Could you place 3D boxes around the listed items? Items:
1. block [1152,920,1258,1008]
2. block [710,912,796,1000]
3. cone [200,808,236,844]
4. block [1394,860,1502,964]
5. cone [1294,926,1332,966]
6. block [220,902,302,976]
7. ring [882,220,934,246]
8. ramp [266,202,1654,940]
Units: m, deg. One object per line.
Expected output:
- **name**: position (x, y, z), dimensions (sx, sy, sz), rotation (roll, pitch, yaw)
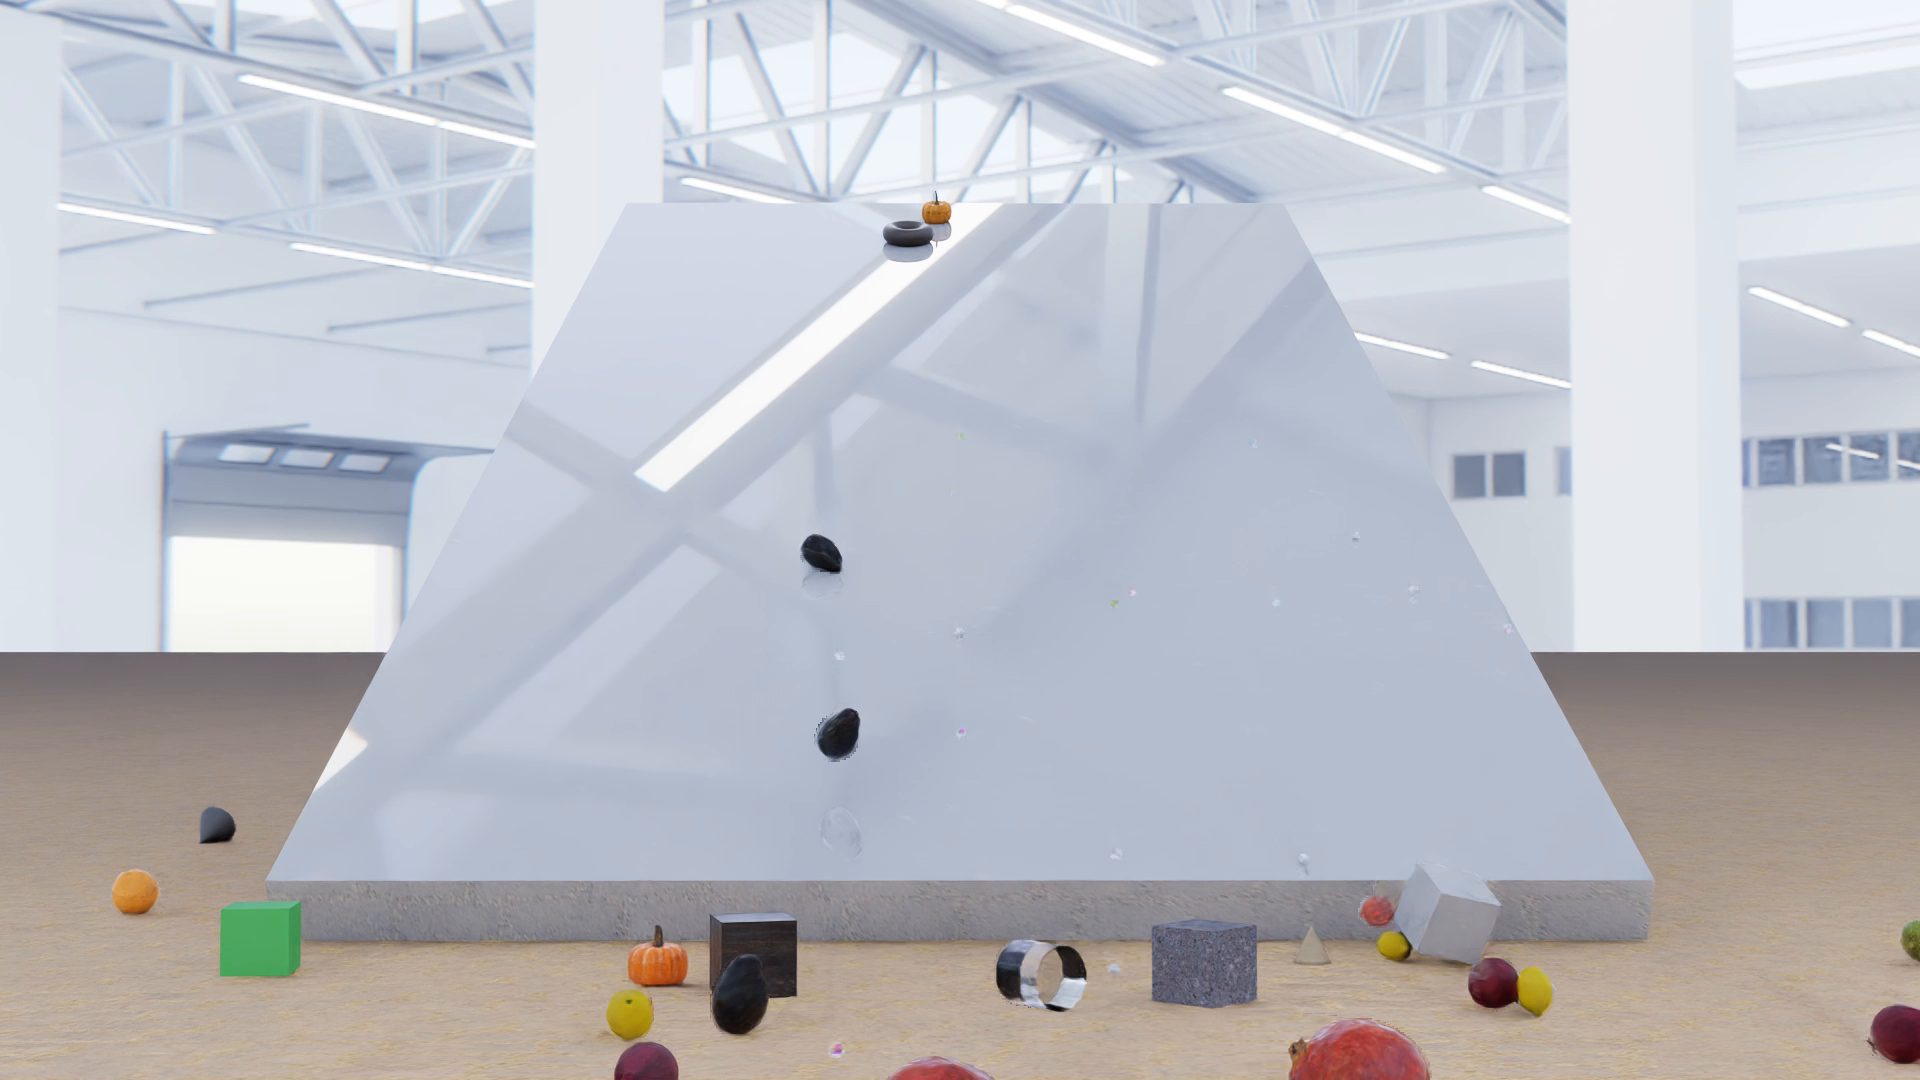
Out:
- **block**: position (0.296, 0.511, 2.782), dimensions (0.090, 0.090, 0.090), rotation (-2, -4, 42)
- **block**: position (-0.256, 0.513, 2.845), dimensions (0.093, 0.093, 0.093), rotation (1, -3, -15)
- **cone**: position (-1.636, 0.640, 5.013), dimensions (0.083, 0.083, 0.083), rotation (-1, 24, 14)
- **block**: position (0.657, 0.502, 3.106), dimensions (0.092, 0.092, 0.092), rotation (14, 17, -15)
- **cone**: position (0.476, 0.546, 3.112), dimensions (0.052, 0.052, 0.052), rotation (0, -3, 0)
- **block**: position (-0.920, 0.525, 3.030), dimensions (0.087, 0.087, 0.087), rotation (0, -3, -6)
- **ring**: position (-0.149, -0.877, 6.582), dimensions (0.148, 0.049, 0.148), rotation (1, 23, -1)
- **ramp**: position (-0.007, -0.222, 5.181), dimensions (2.000, 0.100, 4.000), rotation (0, 22, 0)
